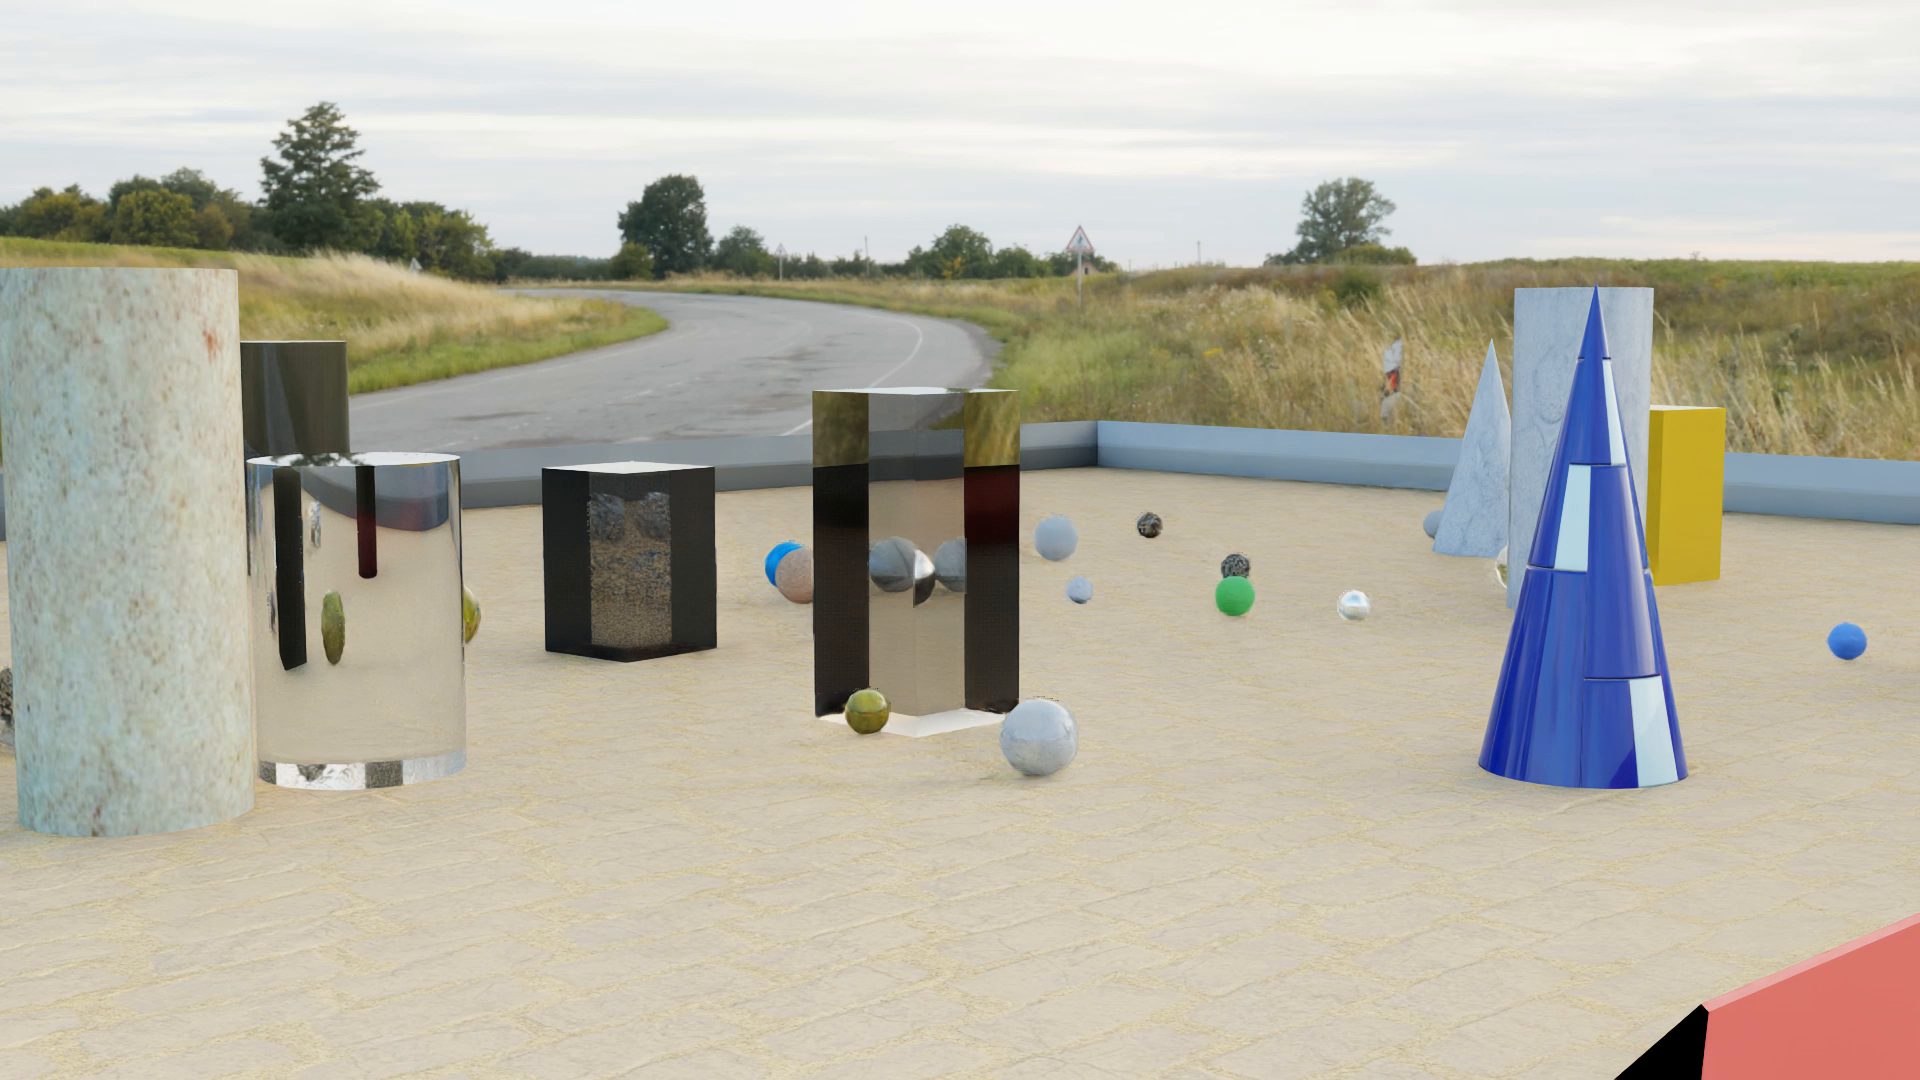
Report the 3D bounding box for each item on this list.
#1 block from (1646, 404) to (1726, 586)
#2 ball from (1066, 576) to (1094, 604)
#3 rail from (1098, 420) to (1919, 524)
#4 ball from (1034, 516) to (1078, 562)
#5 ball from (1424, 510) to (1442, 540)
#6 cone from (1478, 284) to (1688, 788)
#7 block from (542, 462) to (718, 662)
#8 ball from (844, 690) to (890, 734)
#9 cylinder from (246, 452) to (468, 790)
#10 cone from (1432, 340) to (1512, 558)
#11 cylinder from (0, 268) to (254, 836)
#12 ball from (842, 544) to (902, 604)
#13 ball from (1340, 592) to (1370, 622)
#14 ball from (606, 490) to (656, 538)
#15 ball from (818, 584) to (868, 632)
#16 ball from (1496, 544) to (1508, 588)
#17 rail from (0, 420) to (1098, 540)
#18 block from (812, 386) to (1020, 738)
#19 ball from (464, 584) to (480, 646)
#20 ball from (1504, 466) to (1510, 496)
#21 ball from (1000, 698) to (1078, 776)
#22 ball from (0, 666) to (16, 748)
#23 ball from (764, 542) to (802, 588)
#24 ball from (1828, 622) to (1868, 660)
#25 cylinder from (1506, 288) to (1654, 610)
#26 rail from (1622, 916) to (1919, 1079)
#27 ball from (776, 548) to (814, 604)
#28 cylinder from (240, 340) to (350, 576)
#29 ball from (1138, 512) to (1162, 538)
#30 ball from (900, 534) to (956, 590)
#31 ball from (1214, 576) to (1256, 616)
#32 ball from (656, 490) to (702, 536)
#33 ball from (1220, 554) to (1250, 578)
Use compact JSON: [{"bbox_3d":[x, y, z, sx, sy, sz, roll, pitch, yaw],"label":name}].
[{"bbox_3d":[1.153,-0.078,3.661,0.159,0.285,0.159,-4,7,-34],"label":"block"},{"bbox_3d":[0.183,0.077,3.353,0.041,0.041,0.041,0,6,0],"label":"ball"},{"bbox_3d":[1.700,-0.129,4.892,0.045,0.129,3.898,-5,8,-42],"label":"rail"},{"bbox_3d":[0.171,-0.002,3.918,0.080,0.080,0.080,0,6,0],"label":"ball"},{"bbox_3d":[0.931,-0.029,4.282,0.058,0.058,0.058,0,6,0],"label":"ball"},{"bbox_3d":[0.609,-0.013,2.128,0.198,0.473,0.198,0,6,0],"label":"cone"},{"bbox_3d":[-0.433,0.025,2.887,0.159,0.241,0.159,5,8,39],"label":"block"},{"bbox_3d":[-0.098,0.181,2.315,0.048,0.048,0.048,0,6,0],"label":"ball"},{"bbox_3d":[-0.583,0.072,2.133,0.198,0.302,0.198,0,6,0],"label":"cylinder"},{"bbox_3d":[0.977,-0.175,4.060,0.198,0.396,0.198,0,6,0],"label":"cone"},{"bbox_3d":[-0.734,0.003,1.940,0.198,0.480,0.198,0,6,0],"label":"cylinder"},{"bbox_3d":[-0.134,0.051,3.355,0.091,0.091,0.091,0,6,0],"label":"ball"},{"bbox_3d":[0.568,0.095,3.164,0.043,0.043,0.043,0,6,0],"label":"ball"},{"bbox_3d":[-0.646,-0.051,4.319,0.095,0.095,0.095,0,6,0],"label":"ball"},{"bbox_3d":[-0.162,0.094,3.053,0.068,0.068,0.068,0,6,0],"label":"ball"},{"bbox_3d":[0.886,0.042,3.449,0.089,0.089,0.089,0,6,0],"label":"ball"},{"bbox_3d":[-1.306,-0.113,4.739,4.674,0.129,0.045,-5,8,-42],"label":"rail"},{"bbox_3d":[-0.047,0.017,2.393,0.159,0.359,0.159,6,8,44],"label":"block"},{"bbox_3d":[-0.674,0.098,2.863,0.099,0.099,0.099,0,6,0],"label":"ball"},{"bbox_3d":[0.970,-0.100,3.733,0.089,0.089,0.089,0,6,0],"label":"ball"},{"bbox_3d":[0.075,0.190,2.108,0.075,0.075,0.075,0,6,0],"label":"ball"},{"bbox_3d":[-0.957,0.170,2.248,0.085,0.085,0.085,0,6,0],"label":"ball"},{"bbox_3d":[-0.273,0.042,3.508,0.077,0.077,0.077,0,6,0],"label":"ball"},{"bbox_3d":[1.135,0.130,2.813,0.047,0.047,0.047,0,6,0],"label":"ball"},{"bbox_3d":[0.923,-0.135,3.280,0.198,0.478,0.198,0,6,0],"label":"cylinder"},{"bbox_3d":[1.306,0.180,1.924,4.674,0.129,0.045,-5,8,-42],"label":"rail"},{"bbox_3d":[-0.239,0.055,3.348,0.084,0.084,0.084,0,6,0],"label":"ball"},{"bbox_3d":[-1.149,-0.144,3.774,0.198,0.392,0.198,0,6,0],"label":"cylinder"},{"bbox_3d":[0.373,-0.029,4.317,0.050,0.050,0.050,0,6,0],"label":"ball"},{"bbox_3d":[-0.050,0.034,3.528,0.089,0.089,0.089,0,6,0],"label":"ball"},{"bbox_3d":[0.402,0.082,3.215,0.059,0.059,0.059,0,6,0],"label":"ball"},{"bbox_3d":[-0.556,-0.053,4.347,0.092,0.092,0.092,0,6,0],"label":"ball"},{"bbox_3d":[0.452,0.047,3.606,0.048,0.048,0.048,0,6,0],"label":"ball"}]
